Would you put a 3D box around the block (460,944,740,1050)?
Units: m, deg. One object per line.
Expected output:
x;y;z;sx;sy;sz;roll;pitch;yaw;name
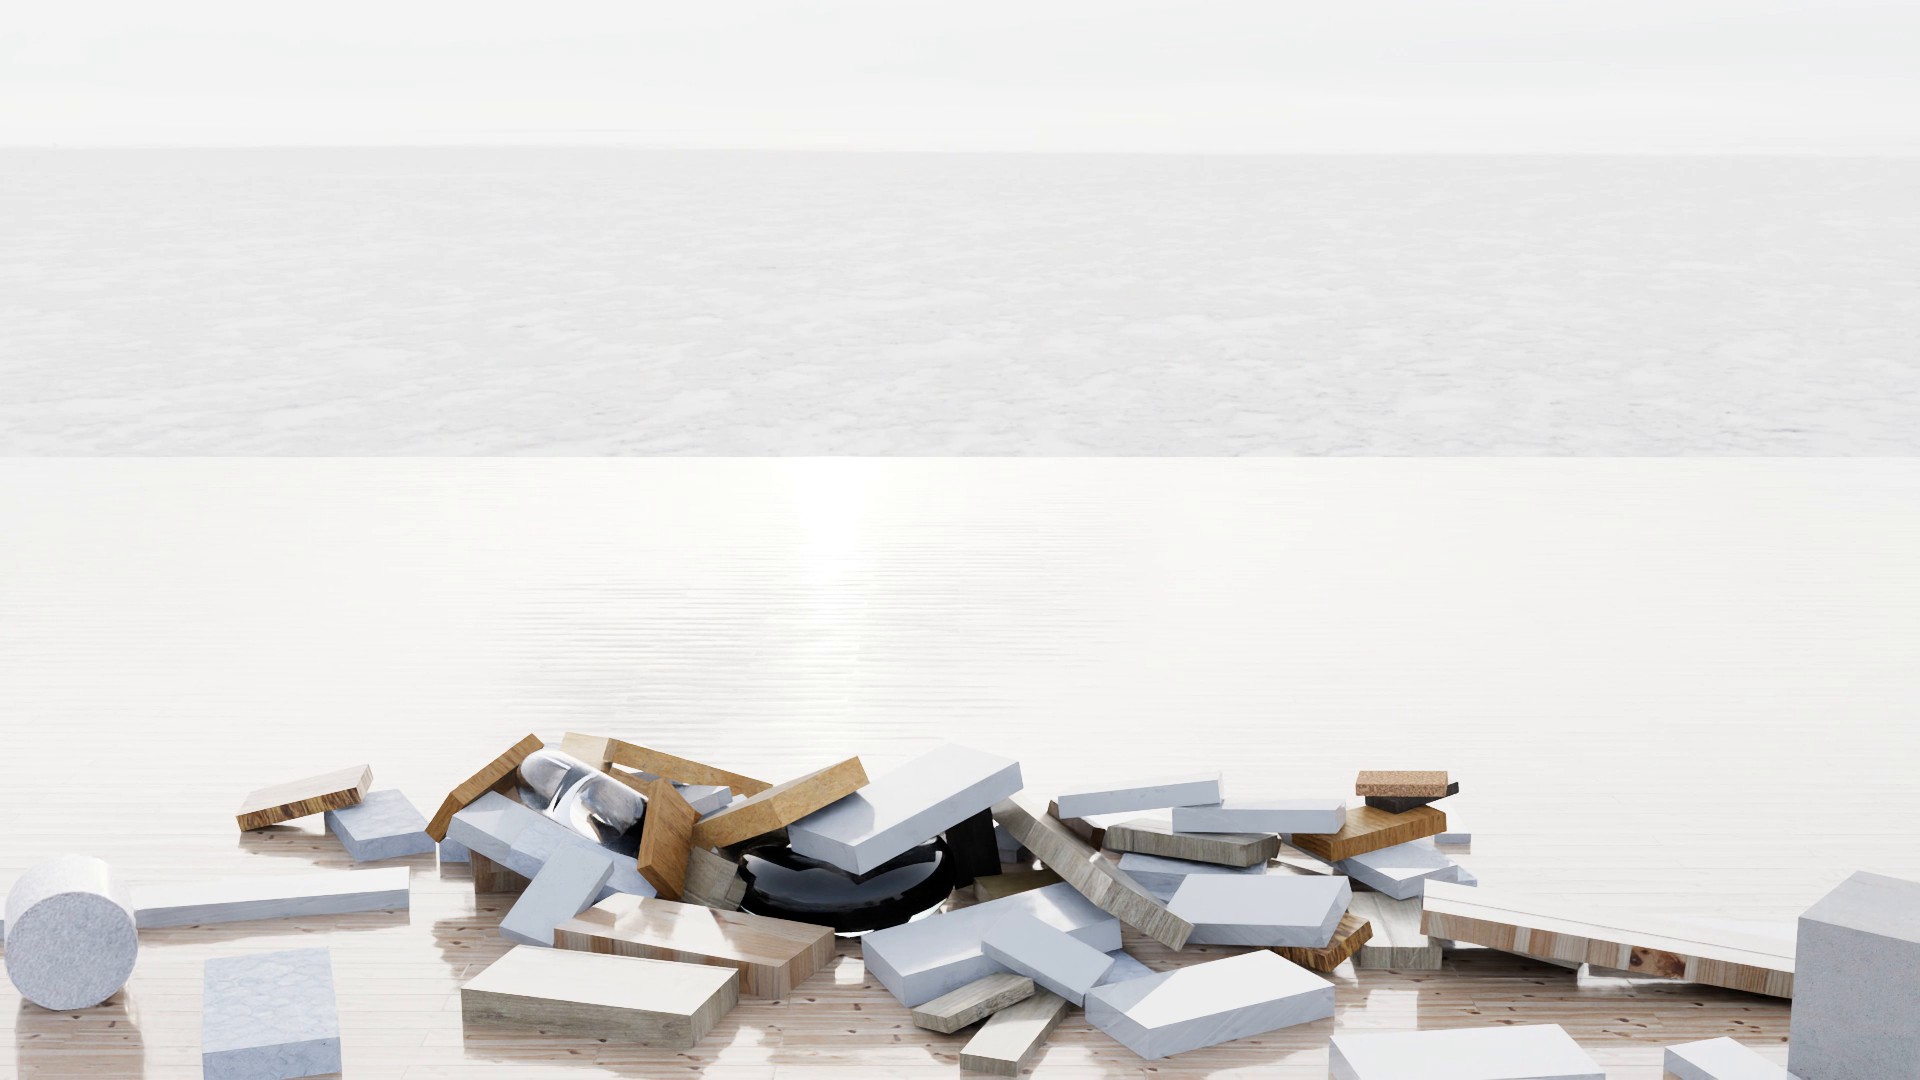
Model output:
-0.517;0.656;3.174;0.354;0.050;0.177;3;11;16;block

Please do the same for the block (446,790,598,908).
-0.701;0.516;3.673;0.277;0.039;0.139;25;17;10;block

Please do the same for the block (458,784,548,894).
-0.781;0.506;3.797;0.139;0.039;0.277;-3;28;-17;block

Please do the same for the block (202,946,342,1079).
-0.975;0.669;3.109;0.177;0.050;0.354;-3;11;-18;block

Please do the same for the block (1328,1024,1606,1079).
0.671;0.705;2.925;0.322;0.046;0.161;-1;11;-7;block

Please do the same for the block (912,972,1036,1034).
0.019;0.660;3.145;0.162;0.023;0.081;-16;8;-38;block

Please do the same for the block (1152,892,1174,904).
0.373;0.590;3.590;0.206;0.029;0.103;8;13;38;block

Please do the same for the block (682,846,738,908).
-0.411;0.551;3.558;0.025;0.088;0.175;26;-10;-20;block

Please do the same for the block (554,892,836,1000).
-0.407;0.619;3.374;0.393;0.050;0.177;5;11;24;block

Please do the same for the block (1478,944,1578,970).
0.848;0.604;3.407;0.228;0.032;0.114;12;11;18;block

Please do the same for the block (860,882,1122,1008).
0.047;0.607;3.326;0.352;0.050;0.176;-11;14;-21;block

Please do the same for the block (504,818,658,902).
-0.609;0.537;3.593;0.243;0.034;0.122;22;16;-1;block

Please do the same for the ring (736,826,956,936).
-0.190;0.544;3.586;0.369;0.123;0.369;-1;10;0;ring

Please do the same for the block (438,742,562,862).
-0.829;0.484;4.126;0.149;0.042;0.613;0;11;1;block

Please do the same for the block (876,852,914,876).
-0.124;0.554;3.818;0.056;0.016;0.112;-3;11;-17;block

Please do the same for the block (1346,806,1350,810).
0.690;0.506;4.069;0.065;0.018;0.131;-2;11;-8;block

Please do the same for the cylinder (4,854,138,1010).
-1.314;0.577;3.249;0.179;0.179;0.179;-4;11;-23;cylinder

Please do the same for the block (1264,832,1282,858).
0.480;0.503;3.905;0.127;0.036;0.255;14;5;-5;block

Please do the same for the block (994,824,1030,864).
0.094;0.533;3.911;0.086;0.024;0.172;5;12;24;block

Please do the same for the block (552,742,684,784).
-0.684;0.441;4.199;0.149;0.042;0.297;20;13;38;block

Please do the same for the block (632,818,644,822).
-0.474;0.505;4.031;0.243;0.034;0.122;9;14;39;block

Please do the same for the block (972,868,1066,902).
0.138;0.579;3.647;0.210;0.030;0.105;-4;11;-19;block

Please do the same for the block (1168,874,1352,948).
0.459;0.576;3.424;0.272;0.039;0.136;-4;23;31;block

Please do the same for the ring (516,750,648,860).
-0.611;0.461;3.757;0.322;0.107;0.322;27;-11;6;ring

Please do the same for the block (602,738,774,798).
-0.504;0.428;4.066;0.297;0.042;0.148;18;-8;-14;block

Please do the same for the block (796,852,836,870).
-0.266;0.548;3.842;0.132;0.019;0.066;4;11;22;block

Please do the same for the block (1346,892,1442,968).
0.676;0.612;3.458;0.122;0.034;0.243;0;11;2;block

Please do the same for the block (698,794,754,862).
-0.387;0.519;3.823;0.122;0.034;0.243;-17;22;-22;block

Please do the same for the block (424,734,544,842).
-0.816;0.425;3.781;0.032;0.113;0.226;43;35;5;block

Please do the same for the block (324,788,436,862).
-1.051;0.513;3.974;0.139;0.039;0.277;-5;12;-27;block

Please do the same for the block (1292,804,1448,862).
0.693;0.488;3.725;0.234;0.033;0.117;-10;13;-23;block

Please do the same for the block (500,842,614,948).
-0.633;0.563;3.461;0.094;0.027;0.189;16;43;16;block
